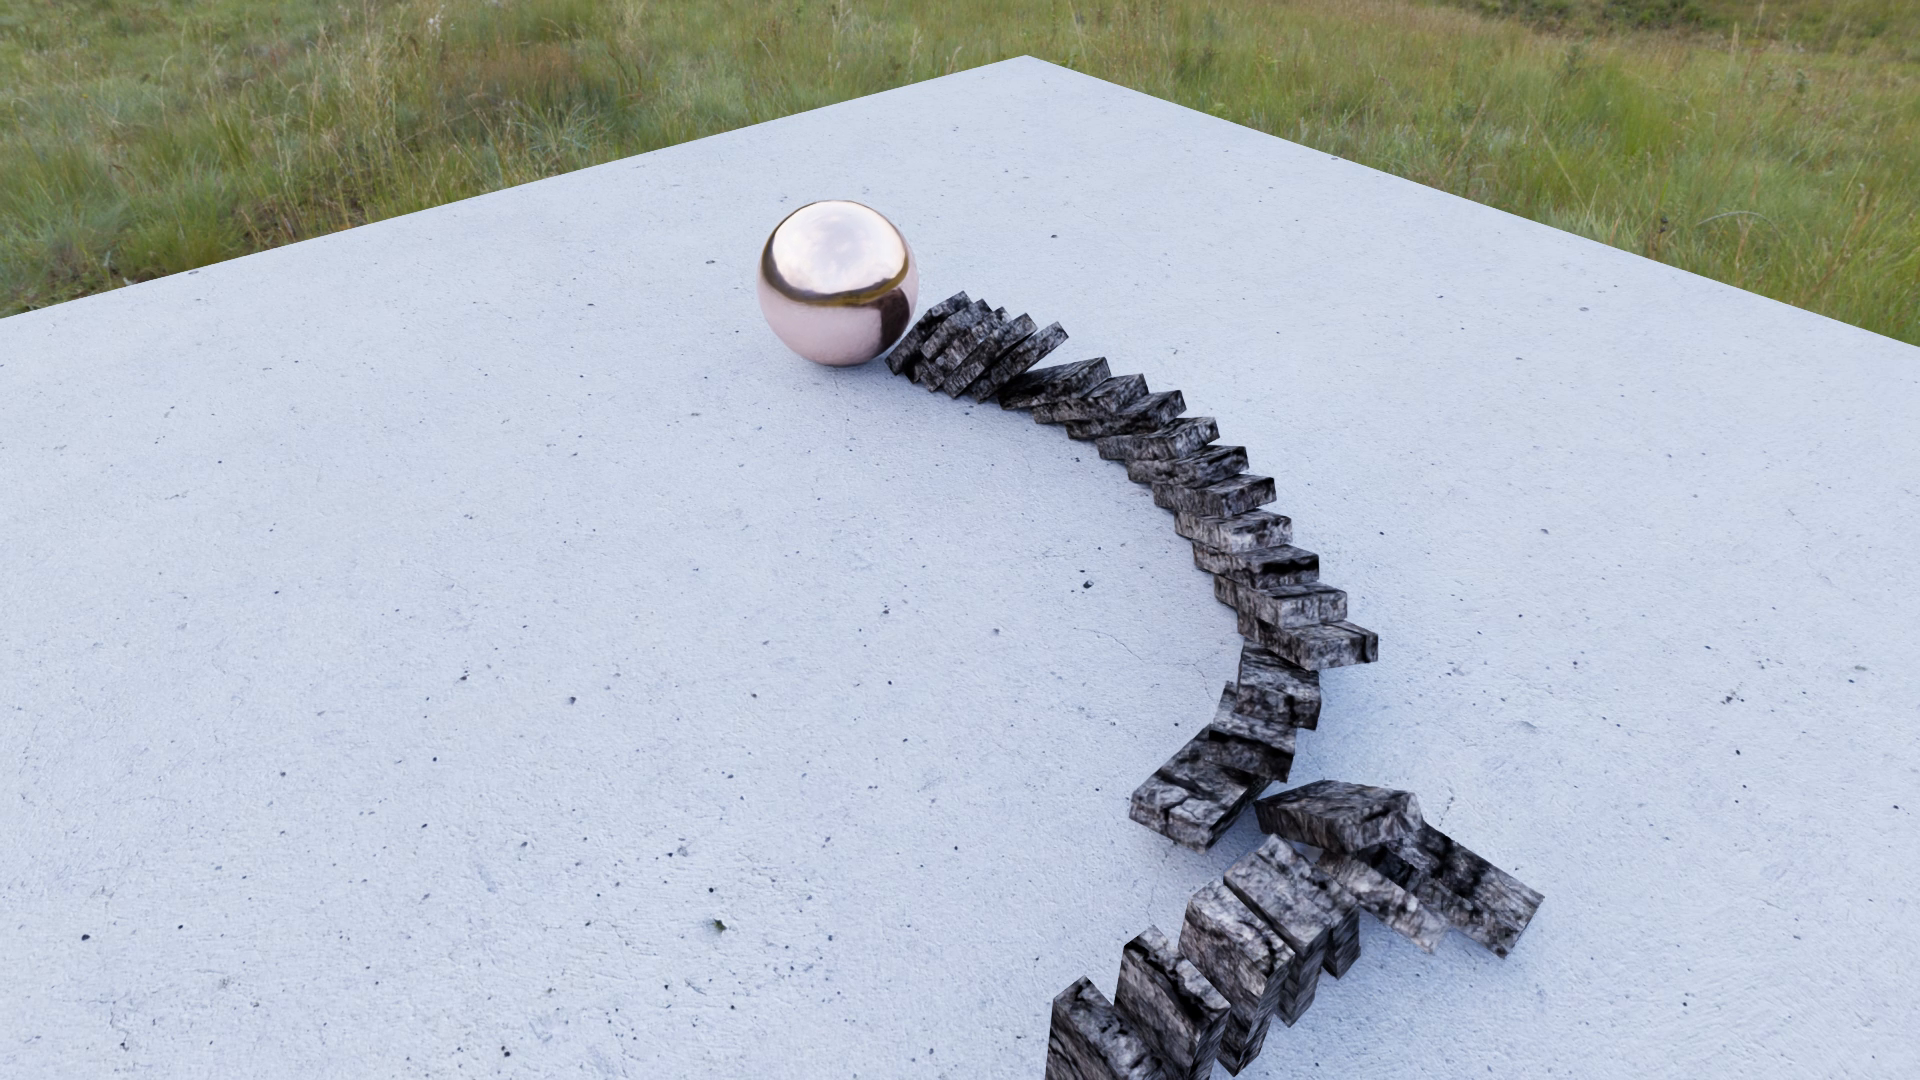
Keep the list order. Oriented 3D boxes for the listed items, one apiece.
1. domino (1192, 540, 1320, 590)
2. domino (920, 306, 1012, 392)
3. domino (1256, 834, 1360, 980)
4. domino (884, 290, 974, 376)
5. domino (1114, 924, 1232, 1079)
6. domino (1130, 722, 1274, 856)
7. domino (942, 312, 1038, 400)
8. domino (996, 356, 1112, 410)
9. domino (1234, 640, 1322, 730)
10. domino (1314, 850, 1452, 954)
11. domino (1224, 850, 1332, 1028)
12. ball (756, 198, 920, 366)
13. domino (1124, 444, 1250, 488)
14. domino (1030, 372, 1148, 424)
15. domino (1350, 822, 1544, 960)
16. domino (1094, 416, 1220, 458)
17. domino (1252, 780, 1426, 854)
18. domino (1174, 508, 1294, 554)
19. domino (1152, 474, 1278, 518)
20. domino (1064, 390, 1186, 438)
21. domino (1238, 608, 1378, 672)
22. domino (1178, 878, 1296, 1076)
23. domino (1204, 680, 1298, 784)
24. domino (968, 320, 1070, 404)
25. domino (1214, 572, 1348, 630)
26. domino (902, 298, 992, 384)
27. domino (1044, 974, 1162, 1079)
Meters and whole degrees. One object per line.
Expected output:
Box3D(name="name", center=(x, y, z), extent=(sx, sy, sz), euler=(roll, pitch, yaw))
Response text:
Box3D(name="domino", center=(0.111, 0.007, 0.416), extent=(0.025, 0.009, 0.050), euler=(-8, 12, -13))
Box3D(name="domino", center=(0.003, -0.091, 0.526), extent=(0.025, 0.050, 0.010), euler=(-37, 90, -36))
Box3D(name="domino", center=(0.092, 0.098, 0.292), extent=(0.009, 0.050, 0.025), euler=(-43, 52, -12))
Box3D(name="domino", center=(-0.015, -0.101, 0.538), extent=(0.025, 0.050, 0.009), euler=(-37, 90, -36))
Box3D(name="domino", center=(0.049, 0.119, 0.267), extent=(0.009, 0.050, 0.025), euler=(-25, 45, -27))
Box3D(name="domino", center=(0.076, 0.076, 0.340), extent=(0.025, 0.009, 0.050), euler=(20, 30, 34))
Box3D(name="domino", center=(0.014, -0.087, 0.521), extent=(0.025, 0.050, 0.010), euler=(-37, 90, -36))
Box3D(name="domino", center=(0.043, -0.073, 0.514), extent=(0.050, 0.010, 0.025), euler=(-2, 27, 48))
Box3D(name="domino", center=(0.106, 0.048, 0.368), extent=(0.025, 0.009, 0.050), euler=(11, 14, 13))
Box3D(name="domino", center=(0.112, 0.095, 0.295), extent=(0.025, 0.050, 0.009), euler=(33, 86, 14))
Box3D(name="domino", center=(0.080, 0.104, 0.284), extent=(0.010, 0.050, 0.025), euler=(-34, 49, -21))
Box3D(name="ball", center=(-0.060, -0.126, 0.542), extent=(0.080, 0.080, 0.080), euler=(0, 39, 0))
Box3D(name="domino", center=(0.095, -0.032, 0.465), extent=(0.025, 0.009, 0.050), euler=(-21, 15, -24))
Box3D(name="domino", center=(0.059, -0.065, 0.505), extent=(0.025, 0.010, 0.050), euler=(-35, 22, -35))
Box3D(name="domino", center=(0.139, 0.097, 0.319), extent=(0.050, 0.009, 0.025), euler=(32, 29, 33))
Box3D(name="domino", center=(0.085, -0.045, 0.480), extent=(0.025, 0.009, 0.050), euler=(-27, 18, -29))
Box3D(name="domino", center=(0.108, 0.079, 0.319), extent=(0.025, 0.050, 0.009), euler=(-14, 85, -12))
Box3D(name="domino", center=(0.106, -0.006, 0.433), extent=(0.025, 0.009, 0.050), euler=(-10, 12, -12))
Box3D(name="domino", center=(0.103, -0.020, 0.450), extent=(0.025, 0.009, 0.050), euler=(-17, 14, -20))
Box3D(name="domino", center=(0.074, -0.056, 0.494), extent=(0.025, 0.010, 0.050), euler=(-34, 22, -35))
Box3D(name="domino", center=(0.120, 0.033, 0.385), extent=(0.025, 0.010, 0.050), euler=(-6, 11, -12))
Box3D(name="domino", center=(0.067, 0.111, 0.276), extent=(0.010, 0.050, 0.025), euler=(-25, 46, -28))
Box3D(name="domino", center=(0.094, 0.060, 0.352), extent=(0.025, 0.009, 0.050), euler=(15, 15, 16))
Box3D(name="domino", center=(0.027, -0.083, 0.518), extent=(0.025, 0.050, 0.010), euler=(-37, 93, -36))
Box3D(name="domino", center=(0.115, 0.020, 0.400), extent=(0.025, 0.009, 0.050), euler=(-7, 11, -13))
Box3D(name="domino", center=(-0.006, -0.096, 0.532), extent=(0.025, 0.050, 0.009), euler=(-37, 90, -36))
Box3D(name="domino", center=(0.032, 0.127, 0.257), extent=(0.009, 0.050, 0.025), euler=(-26, 46, -28))
